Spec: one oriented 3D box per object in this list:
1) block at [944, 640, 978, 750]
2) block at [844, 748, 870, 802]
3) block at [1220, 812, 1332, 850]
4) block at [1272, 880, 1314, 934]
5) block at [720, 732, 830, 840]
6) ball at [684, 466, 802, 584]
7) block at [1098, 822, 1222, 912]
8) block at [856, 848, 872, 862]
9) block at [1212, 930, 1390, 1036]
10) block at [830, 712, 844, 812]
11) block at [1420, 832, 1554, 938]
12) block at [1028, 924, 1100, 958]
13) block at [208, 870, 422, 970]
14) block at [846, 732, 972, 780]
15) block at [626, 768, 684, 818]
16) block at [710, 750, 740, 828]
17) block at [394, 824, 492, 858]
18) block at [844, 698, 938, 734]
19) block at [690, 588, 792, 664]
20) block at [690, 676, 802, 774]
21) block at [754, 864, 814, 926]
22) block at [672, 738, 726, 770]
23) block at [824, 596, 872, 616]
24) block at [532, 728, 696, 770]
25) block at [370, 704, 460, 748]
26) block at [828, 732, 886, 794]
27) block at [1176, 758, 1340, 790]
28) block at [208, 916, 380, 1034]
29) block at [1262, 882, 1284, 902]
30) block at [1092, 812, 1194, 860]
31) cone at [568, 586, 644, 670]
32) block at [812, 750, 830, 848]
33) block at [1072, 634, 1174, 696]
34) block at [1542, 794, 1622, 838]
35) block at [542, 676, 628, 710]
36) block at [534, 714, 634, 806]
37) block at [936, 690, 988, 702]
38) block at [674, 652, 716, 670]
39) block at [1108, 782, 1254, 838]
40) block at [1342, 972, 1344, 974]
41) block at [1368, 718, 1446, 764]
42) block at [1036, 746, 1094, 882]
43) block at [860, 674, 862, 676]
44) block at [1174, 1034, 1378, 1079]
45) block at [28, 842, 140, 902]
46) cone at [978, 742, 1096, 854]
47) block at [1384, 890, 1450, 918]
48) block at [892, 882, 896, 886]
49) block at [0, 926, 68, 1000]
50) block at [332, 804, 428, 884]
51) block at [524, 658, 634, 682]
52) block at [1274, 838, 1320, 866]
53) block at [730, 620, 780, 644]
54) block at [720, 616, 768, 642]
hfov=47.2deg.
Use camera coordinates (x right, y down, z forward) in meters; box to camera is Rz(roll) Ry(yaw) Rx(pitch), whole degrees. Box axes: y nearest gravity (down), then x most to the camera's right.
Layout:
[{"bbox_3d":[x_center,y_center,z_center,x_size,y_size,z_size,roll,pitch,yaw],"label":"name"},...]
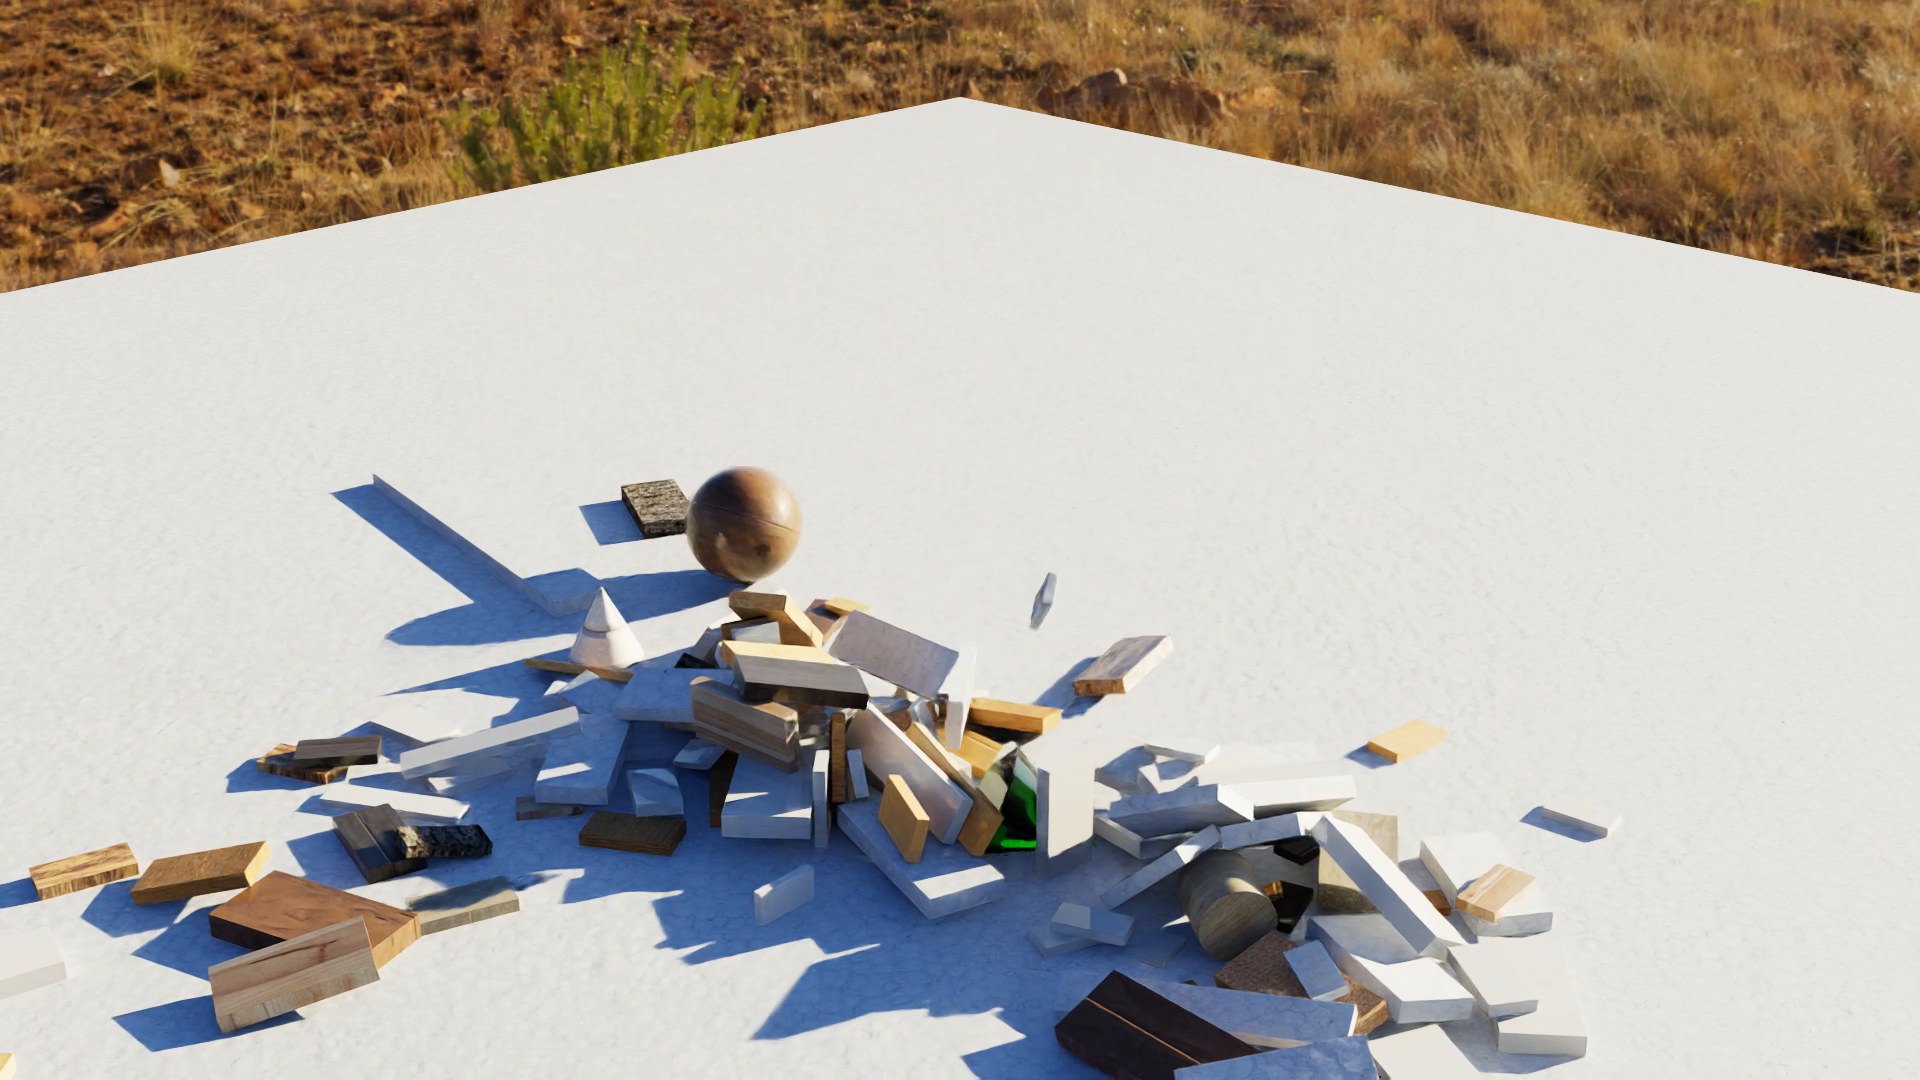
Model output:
[{"bbox_3d":[0.002,0.324,4.627,0.033,0.118,0.236,7,30,4],"label":"block"},{"bbox_3d":[-0.211,0.473,4.411,0.027,0.095,0.191,-11,-7,-8],"label":"block"},{"bbox_3d":[0.600,0.546,4.133,0.147,0.042,0.293,-14,-12,20],"label":"block"},{"bbox_3d":[0.607,0.687,4.117,0.069,0.020,0.139,11,25,24],"label":"block"},{"bbox_3d":[-0.367,0.489,4.420,0.172,0.049,0.345,1,23,3],"label":"block"},{"bbox_3d":[-0.540,-0.037,5.478,0.290,0.290,0.290,0,23,0],"label":"ball"},{"bbox_3d":[0.371,0.608,4.080,0.119,0.239,0.034,-25,78,-44],"label":"block"},{"bbox_3d":[-0.154,0.613,4.300,0.094,0.013,0.047,3,23,7],"label":"block"},{"bbox_3d":[0.584,0.784,3.785,0.144,0.041,0.287,-32,31,-22],"label":"block"},{"bbox_3d":[-0.247,0.446,4.414,0.026,0.182,0.091,1,-19,-6],"label":"block"},{"bbox_3d":[0.995,0.651,4.173,0.146,0.041,0.292,-4,23,-9],"label":"block"},{"bbox_3d":[0.204,0.722,4.032,0.142,0.020,0.071,-10,25,-23],"label":"block"},{"bbox_3d":[-1.183,0.707,4.032,0.345,0.049,0.172,11,25,24],"label":"block"},{"bbox_3d":[-0.109,0.451,4.555,0.131,0.037,0.262,-17,28,-34],"label":"block"},{"bbox_3d":[-0.622,0.513,4.480,0.095,0.027,0.189,-2,16,-14],"label":"block"},{"bbox_3d":[-0.430,0.484,4.557,0.172,0.049,0.345,-2,23,-5],"label":"block"},{"bbox_3d":[-1.008,0.587,4.291,0.170,0.024,0.085,3,18,-33],"label":"block"},{"bbox_3d":[-0.181,0.373,4.640,0.131,0.037,0.262,-17,10,-37],"label":"block"},{"bbox_3d":[-0.511,0.206,5.114,0.037,0.129,0.258,49,41,12],"label":"block"},{"bbox_3d":[-0.435,0.374,4.461,0.259,0.130,0.037,17,33,34],"label":"block"},{"bbox_3d":[-0.328,0.663,4.112,0.019,0.067,0.134,20,30,39],"label":"block"},{"bbox_3d":[-0.543,0.447,4.591,0.131,0.019,0.066,-4,39,54],"label":"block"},{"bbox_3d":[-0.270,0.163,5.290,0.104,0.015,0.052,16,28,33],"label":"block"},{"bbox_3d":[-0.736,0.440,4.690,0.347,0.026,0.091,-4,23,-9],"label":"block"},{"bbox_3d":[-1.180,0.409,4.763,0.183,0.026,0.091,15,27,32],"label":"block"},{"bbox_3d":[-0.181,0.452,4.648,0.131,0.037,0.262,-16,28,-34],"label":"block"},{"bbox_3d":[0.566,0.486,4.284,0.314,0.044,0.157,-3,-22,-25],"label":"block"},{"bbox_3d":[-1.164,0.758,3.844,0.273,0.039,0.136,-18,36,-15],"label":"block"},{"bbox_3d":[0.558,0.668,4.133,0.097,0.014,0.049,-13,16,6],"label":"block"},{"bbox_3d":[0.357,0.571,4.279,0.120,0.034,0.239,-3,7,-19],"label":"block"},{"bbox_3d":[-0.825,0.188,5.090,0.178,0.178,0.178,0,23,0],"label":"cone"},{"bbox_3d":[-0.272,0.511,4.338,0.024,0.171,0.085,1,23,2],"label":"block"},{"bbox_3d":[0.372,0.284,5.000,0.128,0.036,0.257,-6,17,33],"label":"block"},{"bbox_3d":[1.252,0.555,4.429,0.139,0.020,0.069,17,28,34],"label":"block"},{"bbox_3d":[-0.817,0.348,4.905,0.201,0.028,0.100,4,23,9],"label":"block"},{"bbox_3d":[-0.779,0.454,4.577,0.147,0.042,0.294,1,25,2],"label":"block"},{"bbox_3d":[0.006,0.339,4.790,0.106,0.015,0.053,-2,-4,-43],"label":"block"},{"bbox_3d":[-0.611,0.325,4.873,0.081,0.023,0.161,24,45,5],"label":"block"},{"bbox_3d":[0.408,0.502,4.065,0.238,0.034,0.119,-15,-33,36],"label":"block"},{"bbox_3d":[0.724,0.757,3.925,0.123,0.017,0.062,8,20,-6],"label":"block"},{"bbox_3d":[0.960,0.430,4.718,0.160,0.023,0.080,-18,29,-36],"label":"block"},{"bbox_3d":[0.201,0.526,4.216,0.119,0.238,0.034,-19,30,-38],"label":"block"},{"bbox_3d":[-0.324,0.317,4.981,0.185,0.026,0.093,12,26,26],"label":"block"},{"bbox_3d":[0.504,0.879,3.460,0.311,0.044,0.156,-12,35,3],"label":"block"},{"bbox_3d":[-1.684,0.637,4.227,0.183,0.026,0.091,-14,27,-29],"label":"block"},{"bbox_3d":[0.164,0.554,4.316,0.242,0.242,0.242,25,21,-9],"label":"cone"},{"bbox_3d":[0.852,0.684,4.127,0.123,0.017,0.062,-2,23,-5],"label":"block"},{"bbox_3d":[-0.037,0.643,4.215,0.171,0.024,0.085,6,24,14],"label":"block"},{"bbox_3d":[-1.740,0.772,3.892,0.273,0.039,0.136,-15,27,-31],"label":"block"},{"bbox_3d":[-1.141,0.594,4.318,0.115,0.033,0.230,-13,26,-28],"label":"block"},{"bbox_3d":[-0.804,0.303,4.978,0.369,0.020,0.070,7,-7,16],"label":"block"},{"bbox_3d":[0.688,0.595,4.332,0.069,0.020,0.139,21,30,40],"label":"block"},{"bbox_3d":[-0.440,0.284,4.833,0.100,0.201,0.028,-10,9,-23],"label":"block"},{"bbox_3d":[-0.463,0.275,4.853,0.100,0.201,0.028,-11,10,-22],"label":"block"}]
